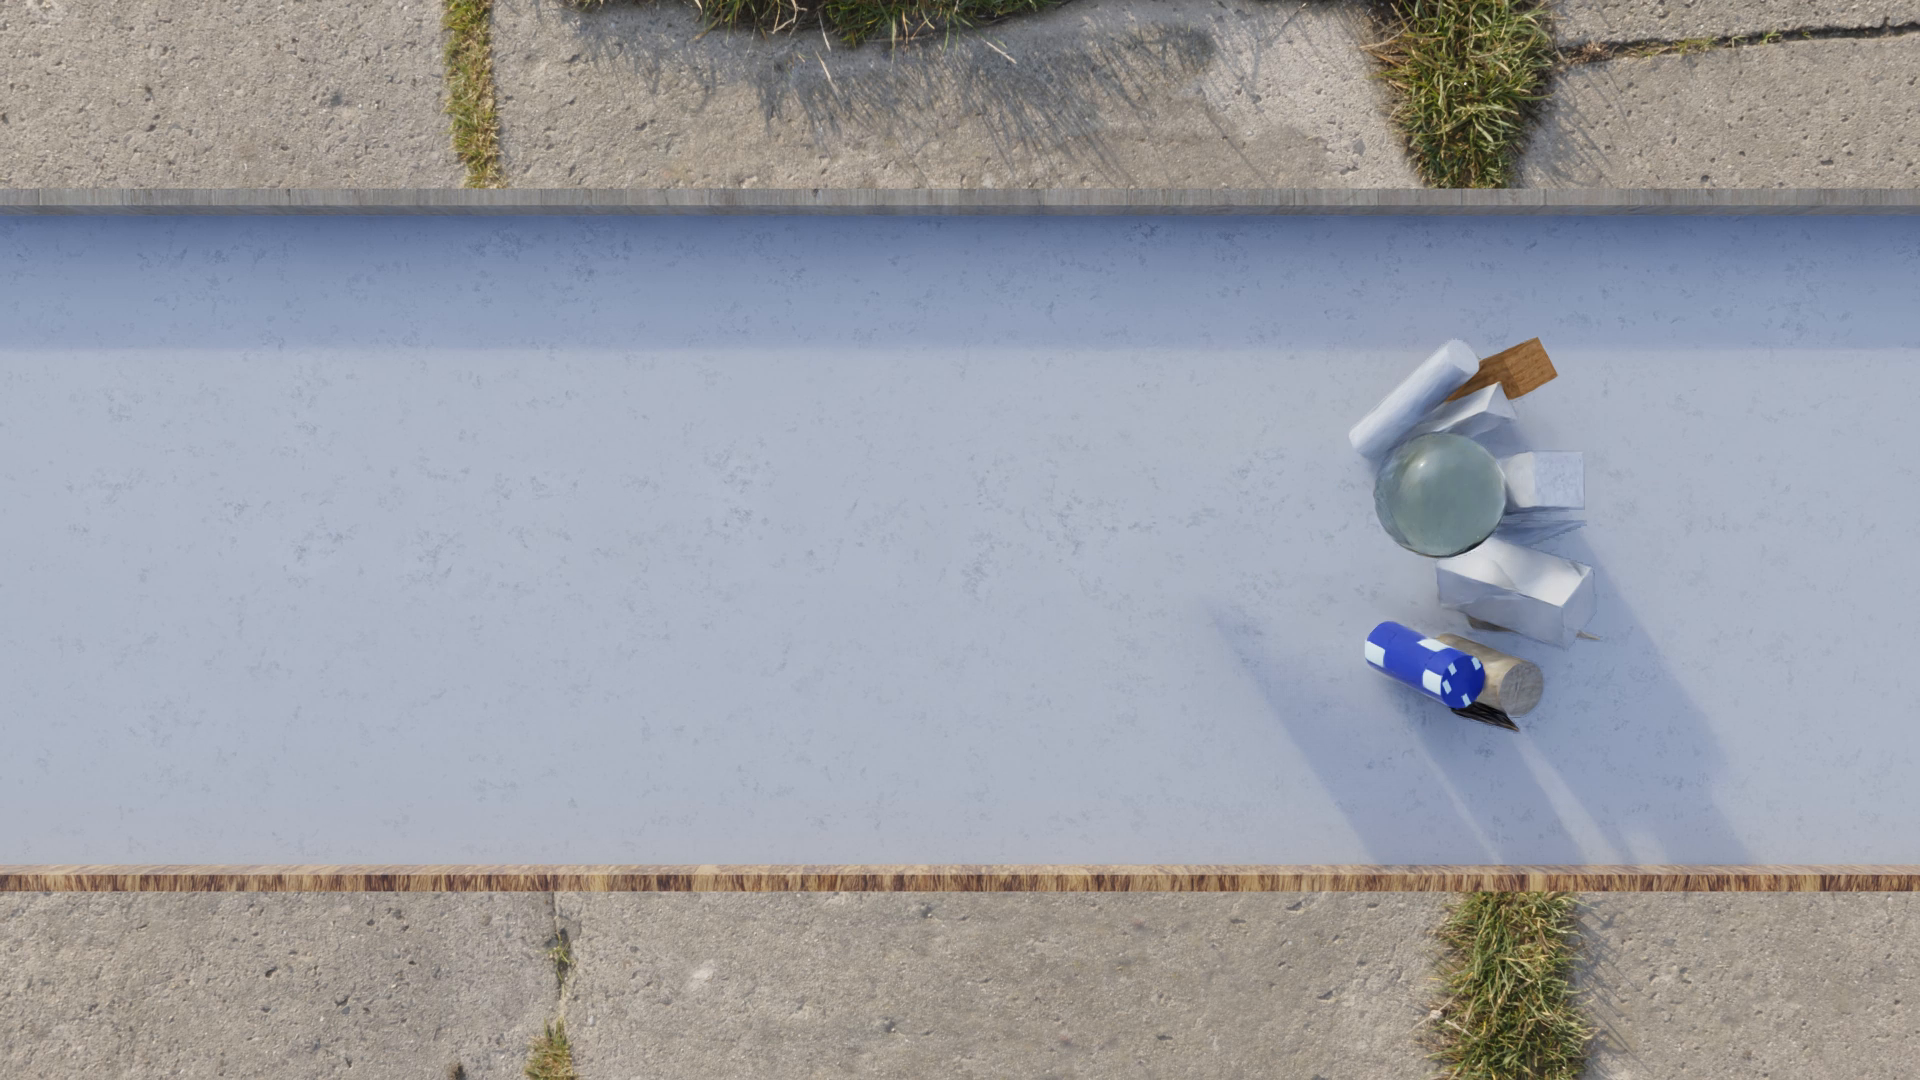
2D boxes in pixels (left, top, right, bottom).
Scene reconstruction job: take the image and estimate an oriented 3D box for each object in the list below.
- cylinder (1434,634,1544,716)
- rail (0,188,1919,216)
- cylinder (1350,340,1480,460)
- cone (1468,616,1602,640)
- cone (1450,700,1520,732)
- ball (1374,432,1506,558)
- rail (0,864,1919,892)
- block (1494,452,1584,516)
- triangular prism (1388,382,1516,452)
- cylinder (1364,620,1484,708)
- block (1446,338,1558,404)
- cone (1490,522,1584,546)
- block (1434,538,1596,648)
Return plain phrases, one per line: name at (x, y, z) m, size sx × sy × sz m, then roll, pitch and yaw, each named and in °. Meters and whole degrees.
cylinder at (1.547, 0.396, 4.890) m, size 0.163 × 0.335 × 0.163 m, roll -5°, pitch 103°, yaw -23°
rail at (-2.247, -1.025, 5.002) m, size 12.000 × 0.150 × 0.050 m, roll 0°, pitch 90°, yaw 0°
cylinder at (1.339, -0.408, 4.879) m, size 0.120 × 0.438 × 0.120 m, roll 18°, pitch 50°, yaw -22°
cone at (1.715, 0.246, 4.874) m, size 0.137 × 0.412 × 0.137 m, roll -10°, pitch 107°, yaw -36°
cone at (1.577, 0.516, 4.884) m, size 0.118 × 0.367 × 0.118 m, roll -1°, pitch 100°, yaw -7°
ball at (1.383, -0.130, 4.760) m, size 0.367 × 0.367 × 0.367 m, roll 0°, pitch 90°, yaw 0°
rail at (-2.247, 1.025, 5.001) m, size 12.000 × 0.150 × 0.050 m, roll 0°, pitch 90°, yaw 0°
block at (1.631, -0.161, 4.840) m, size 0.153 × 0.442 × 0.153 m, roll 0°, pitch 87°, yaw -12°
triangular prism at (1.449, -0.358, 4.886) m, size 0.117 × 0.409 × 0.101 m, roll 10°, pitch 72°, yaw -26°
cylinder at (1.372, 0.366, 4.885) m, size 0.160 × 0.349 × 0.160 m, roll -7°, pitch 107°, yaw -23°
block at (1.578, -0.473, 4.864) m, size 0.126 × 0.409 × 0.126 m, roll -28°, pitch 90°, yaw -11°
cone at (1.730, -0.025, 4.978) m, size 0.311 × 0.115 × 0.115 m, roll -11°, pitch 90°, yaw 16°
block at (1.628, 0.140, 4.844) m, size 0.172 × 0.400 × 0.172 m, roll -44°, pitch 133°, yaw -25°
